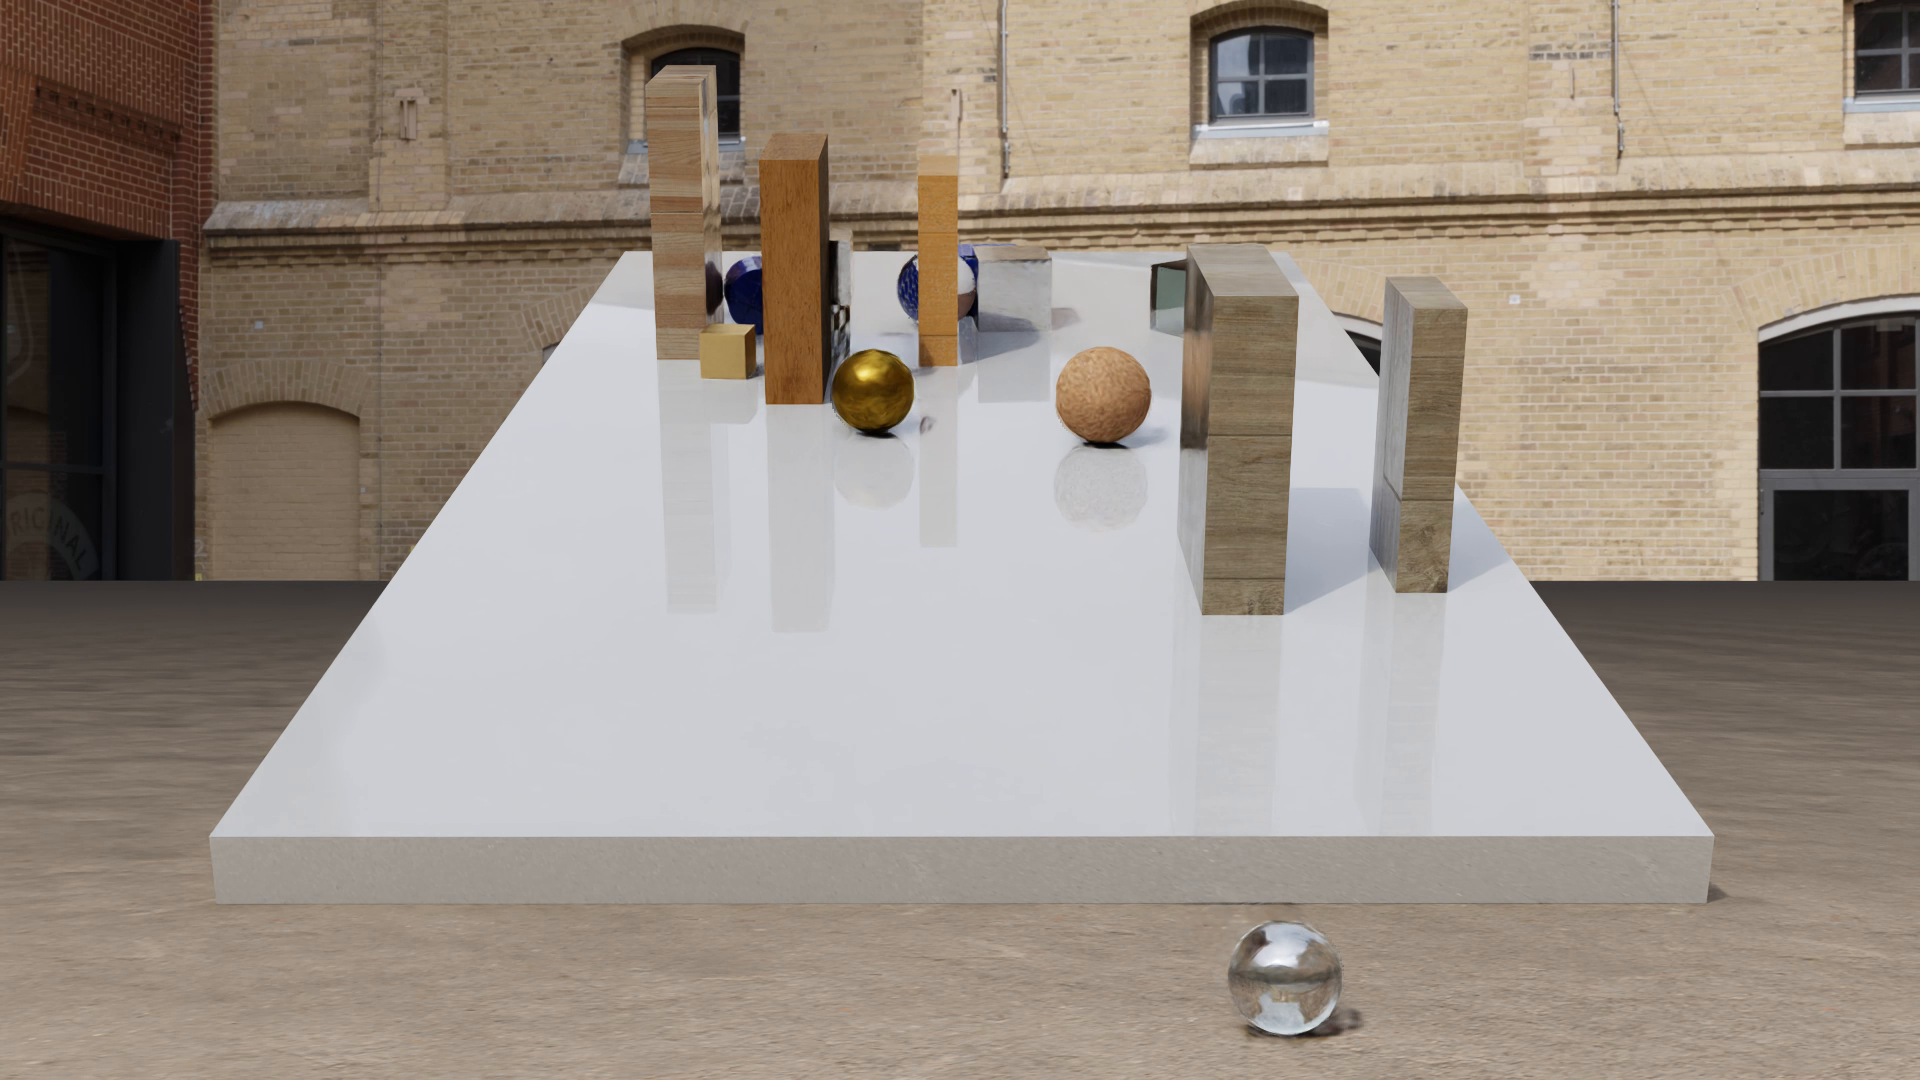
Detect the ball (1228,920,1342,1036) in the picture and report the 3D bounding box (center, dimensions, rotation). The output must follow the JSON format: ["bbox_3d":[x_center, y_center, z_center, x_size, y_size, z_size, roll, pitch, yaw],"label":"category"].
[{"bbox_3d":[0.313,0.421,2.160,0.109,0.109,0.109,0,-1,0],"label":"ball"}]

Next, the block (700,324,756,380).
[{"bbox_3d":[-0.551,-0.448,5.331,0.109,0.109,0.109,3,19,8],"label":"block"}]

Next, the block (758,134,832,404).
[{"bbox_3d":[-0.376,-0.632,5.181,0.130,0.553,0.397,0,18,0],"label":"block"}]

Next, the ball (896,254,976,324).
[{"bbox_3d":[-0.061,-0.648,5.782,0.205,0.205,0.205,0,-1,0],"label":"ball"}]

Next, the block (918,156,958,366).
[{"bbox_3d":[-0.053,-0.688,5.496,0.094,0.461,0.313,0,18,0],"label":"block"}]

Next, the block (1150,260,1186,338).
[{"bbox_3d":[0.608,-0.620,5.756,0.169,0.169,0.169,-14,23,-36],"label":"block"}]

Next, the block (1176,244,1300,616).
[{"bbox_3d":[0.476,-0.202,3.904,0.137,0.547,0.440,0,18,0],"label":"block"}]

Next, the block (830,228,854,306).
[{"bbox_3d":[-0.342,-0.667,5.462,0.158,0.158,0.158,0,18,0],"label":"block"}]

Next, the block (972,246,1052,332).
[{"bbox_3d":[0.133,-0.654,5.827,0.187,0.187,0.187,-1,18,-5],"label":"block"}]

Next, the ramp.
[{"bbox_3d":[-0.004,-0.191,4.893,2.000,0.100,4.000,0,18,0],"label":"ramp"}]

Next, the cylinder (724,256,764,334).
[{"bbox_3d":[-0.520,-0.633,5.788,0.170,0.170,0.170,0,18,-10],"label":"cylinder"}]

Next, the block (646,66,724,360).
[{"bbox_3d":[-0.678,-0.819,5.569,0.125,0.662,0.407,0,18,0],"label":"block"}]

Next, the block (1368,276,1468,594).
[{"bbox_3d":[0.799,-0.188,3.932,0.089,0.502,0.261,0,18,0],"label":"block"}]

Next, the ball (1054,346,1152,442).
[{"bbox_3d":[0.304,-0.309,4.764,0.205,0.205,0.205,0,-1,0],"label":"ball"}]

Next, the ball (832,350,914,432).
[{"bbox_3d":[-0.187,-0.322,4.841,0.180,0.180,0.180,0,-1,0],"label":"ball"}]

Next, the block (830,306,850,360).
[{"bbox_3d":[-0.361,-0.529,5.522,0.142,0.142,0.142,6,19,16],"label":"block"}]

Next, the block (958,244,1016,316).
[{"bbox_3d":[0.072,-0.696,5.994,0.162,0.162,0.162,-1,18,-3],"label":"block"}]
